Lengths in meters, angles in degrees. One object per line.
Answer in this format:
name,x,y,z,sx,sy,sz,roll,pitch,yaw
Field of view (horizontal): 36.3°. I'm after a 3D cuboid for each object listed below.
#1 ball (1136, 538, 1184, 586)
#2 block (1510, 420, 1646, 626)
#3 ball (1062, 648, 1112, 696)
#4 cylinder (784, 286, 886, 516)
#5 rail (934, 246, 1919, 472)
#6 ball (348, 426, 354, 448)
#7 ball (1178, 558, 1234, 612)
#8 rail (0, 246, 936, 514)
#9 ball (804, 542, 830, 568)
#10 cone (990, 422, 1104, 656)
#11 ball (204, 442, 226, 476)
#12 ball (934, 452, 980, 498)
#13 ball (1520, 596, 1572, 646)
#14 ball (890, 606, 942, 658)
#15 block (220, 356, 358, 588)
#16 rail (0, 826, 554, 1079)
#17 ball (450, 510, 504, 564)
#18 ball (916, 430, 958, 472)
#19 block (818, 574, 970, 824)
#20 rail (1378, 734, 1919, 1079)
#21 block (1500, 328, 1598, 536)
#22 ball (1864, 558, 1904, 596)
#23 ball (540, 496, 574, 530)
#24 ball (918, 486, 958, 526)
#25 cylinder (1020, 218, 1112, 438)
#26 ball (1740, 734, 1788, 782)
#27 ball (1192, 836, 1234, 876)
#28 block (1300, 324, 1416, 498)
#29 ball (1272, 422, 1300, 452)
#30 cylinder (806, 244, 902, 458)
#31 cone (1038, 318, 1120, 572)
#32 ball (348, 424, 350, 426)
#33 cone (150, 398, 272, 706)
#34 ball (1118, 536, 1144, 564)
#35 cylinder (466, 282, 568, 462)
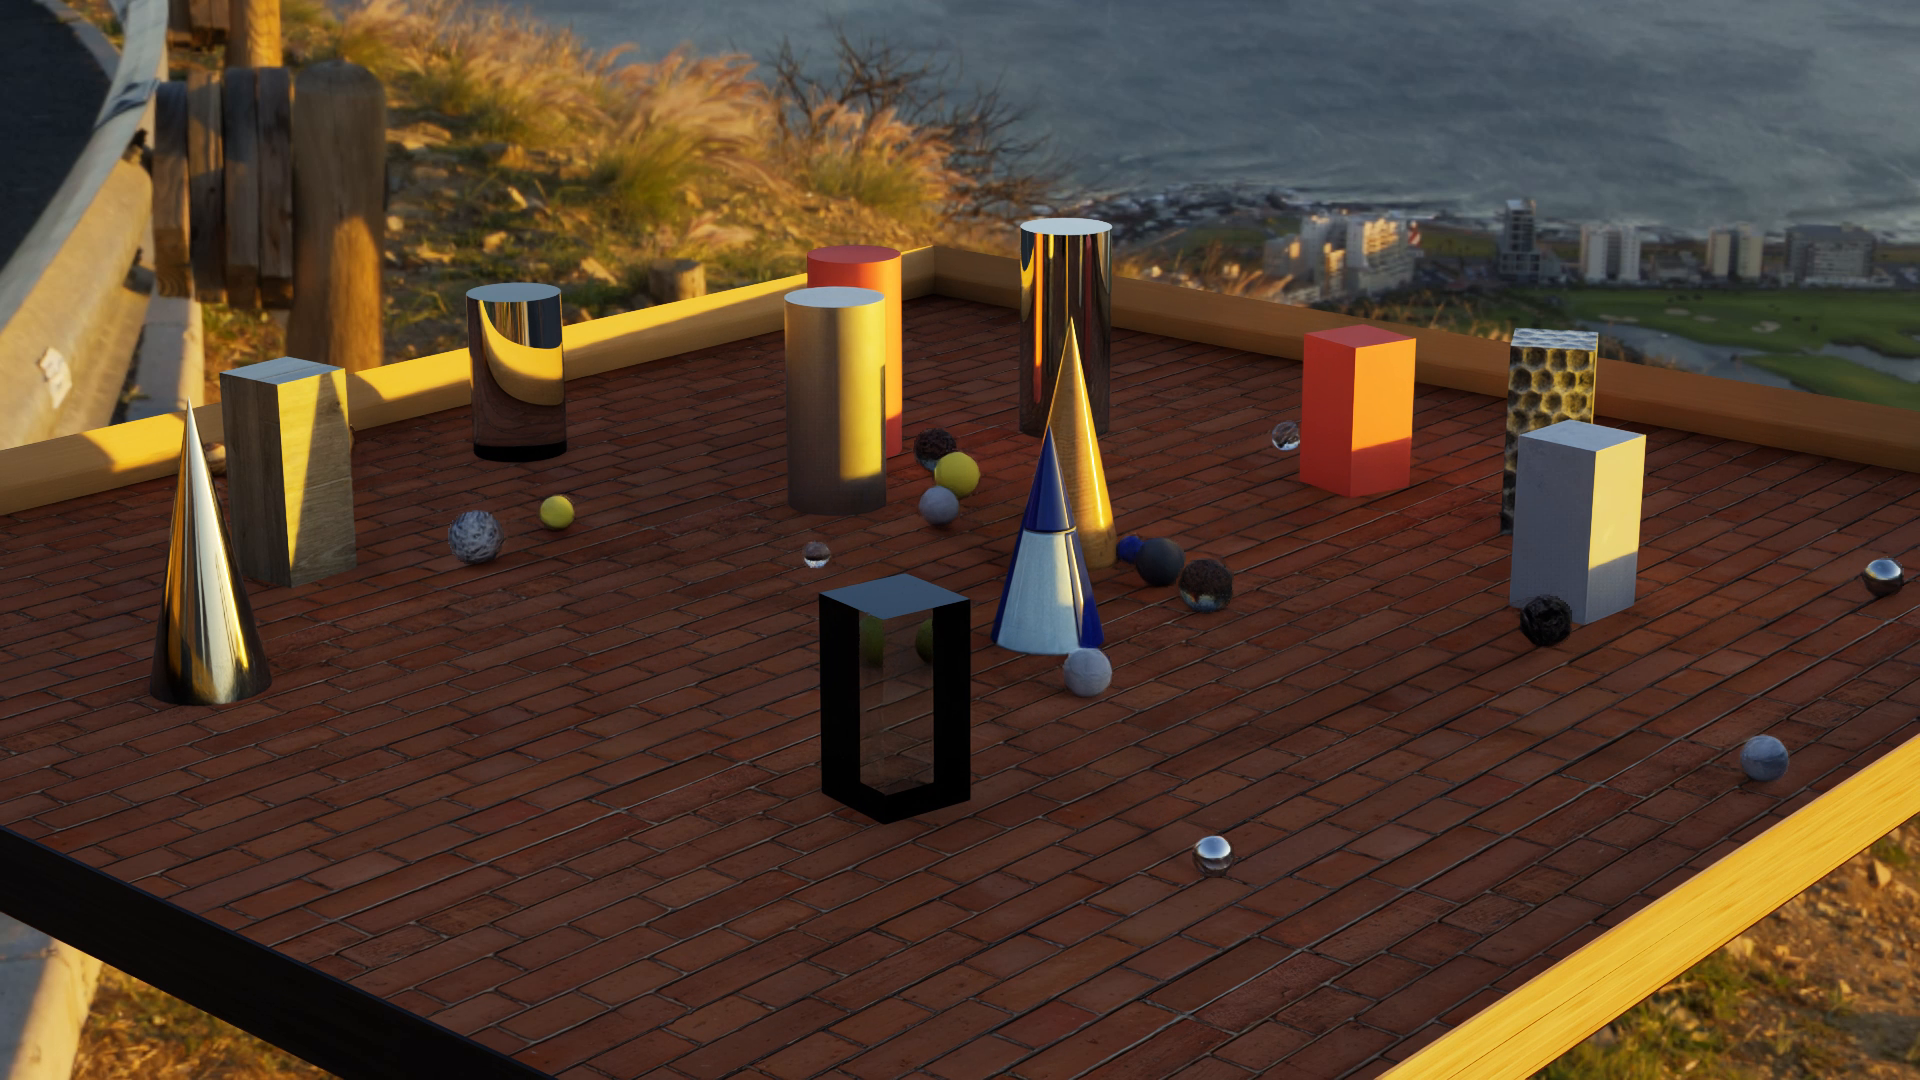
ball,0.352,0.038,5.166,0.086,0.086,0.086,0,17,0
block,1.057,-0.032,5.022,0.153,0.305,0.153,16,23,42
ball,0.200,0.207,4.621,0.077,0.077,0.077,0,17,0
cylinder,-0.238,-0.268,5.626,0.191,0.406,0.191,0,17,0
rail,1.199,-0.368,6.443,3.397,0.124,0.045,14,22,39
ball,-1.278,-0.207,5.995,0.076,0.076,0.076,0,17,0
ball,0.422,0.076,5.028,0.094,0.094,0.094,0,17,0
rail,-1.264,-0.286,6.171,0.045,0.124,3.705,14,22,39
ball,-0.258,0.027,5.270,0.048,0.048,0.048,0,17,0
cone,0.146,-0.016,4.850,0.191,0.372,0.191,0,17,0
ball,-1.494,-0.162,5.859,0.068,0.068,0.068,0,17,0
ball,-0.006,-0.126,5.706,0.089,0.089,0.089,0,17,0
ball,0.969,0.135,4.851,0.083,0.083,0.083,0,17,0
ball,-0.072,0.150,4.799,0.085,0.085,0.085,0,17,0
block,-1.192,-0.122,5.209,0.153,0.368,0.153,12,21,35
rail,-1.199,0.430,3.798,3.397,0.124,0.045,14,22,39
ball,-0.872,-0.006,5.295,0.096,0.096,0.096,0,17,0
ball,-0.048,-0.180,5.892,0.085,0.085,0.085,0,17,0
block,-0.092,0.224,4.176,0.153,0.303,0.153,-13,21,-36
rail,1.264,0.349,4.070,0.045,0.124,3.705,14,22,39
block,1.101,-0.199,5.478,0.153,0.361,0.153,4,17,13
ball,1.609,0.065,5.110,0.066,0.066,0.066,0,17,0
ball,-0.757,-0.050,5.498,0.064,0.064,0.064,0,17,0
ball,-0.040,-0.064,5.523,0.075,0.075,0.075,0,17,0
cylinder,0.221,-0.444,6.161,0.191,0.435,0.191,0,17,0
ball,1.172,0.318,4.273,0.068,0.068,0.068,0,17,0
ball,0.340,0.424,3.940,0.056,0.056,0.056,0,17,0
block,0.781,-0.255,5.769,0.153,0.299,0.153,-11,20,-32
ball,0.673,-0.214,6.044,0.061,0.061,0.061,0,17,0
cylinder,-0.215,-0.384,6.004,0.191,0.410,0.191,0,17,0
cone,0.198,-0.183,5.271,0.191,0.450,0.191,0,17,0
ball,-1.298,-0.226,6.079,0.065,0.065,0.065,0,17,0
cone,-1.194,0.003,4.606,0.191,0.477,0.191,0,17,0
ball,0.310,0.017,5.298,0.050,0.050,0.050,0,17,0
cylinder,-0.907,-0.344,6.007,0.191,0.333,0.191,0,17,0
